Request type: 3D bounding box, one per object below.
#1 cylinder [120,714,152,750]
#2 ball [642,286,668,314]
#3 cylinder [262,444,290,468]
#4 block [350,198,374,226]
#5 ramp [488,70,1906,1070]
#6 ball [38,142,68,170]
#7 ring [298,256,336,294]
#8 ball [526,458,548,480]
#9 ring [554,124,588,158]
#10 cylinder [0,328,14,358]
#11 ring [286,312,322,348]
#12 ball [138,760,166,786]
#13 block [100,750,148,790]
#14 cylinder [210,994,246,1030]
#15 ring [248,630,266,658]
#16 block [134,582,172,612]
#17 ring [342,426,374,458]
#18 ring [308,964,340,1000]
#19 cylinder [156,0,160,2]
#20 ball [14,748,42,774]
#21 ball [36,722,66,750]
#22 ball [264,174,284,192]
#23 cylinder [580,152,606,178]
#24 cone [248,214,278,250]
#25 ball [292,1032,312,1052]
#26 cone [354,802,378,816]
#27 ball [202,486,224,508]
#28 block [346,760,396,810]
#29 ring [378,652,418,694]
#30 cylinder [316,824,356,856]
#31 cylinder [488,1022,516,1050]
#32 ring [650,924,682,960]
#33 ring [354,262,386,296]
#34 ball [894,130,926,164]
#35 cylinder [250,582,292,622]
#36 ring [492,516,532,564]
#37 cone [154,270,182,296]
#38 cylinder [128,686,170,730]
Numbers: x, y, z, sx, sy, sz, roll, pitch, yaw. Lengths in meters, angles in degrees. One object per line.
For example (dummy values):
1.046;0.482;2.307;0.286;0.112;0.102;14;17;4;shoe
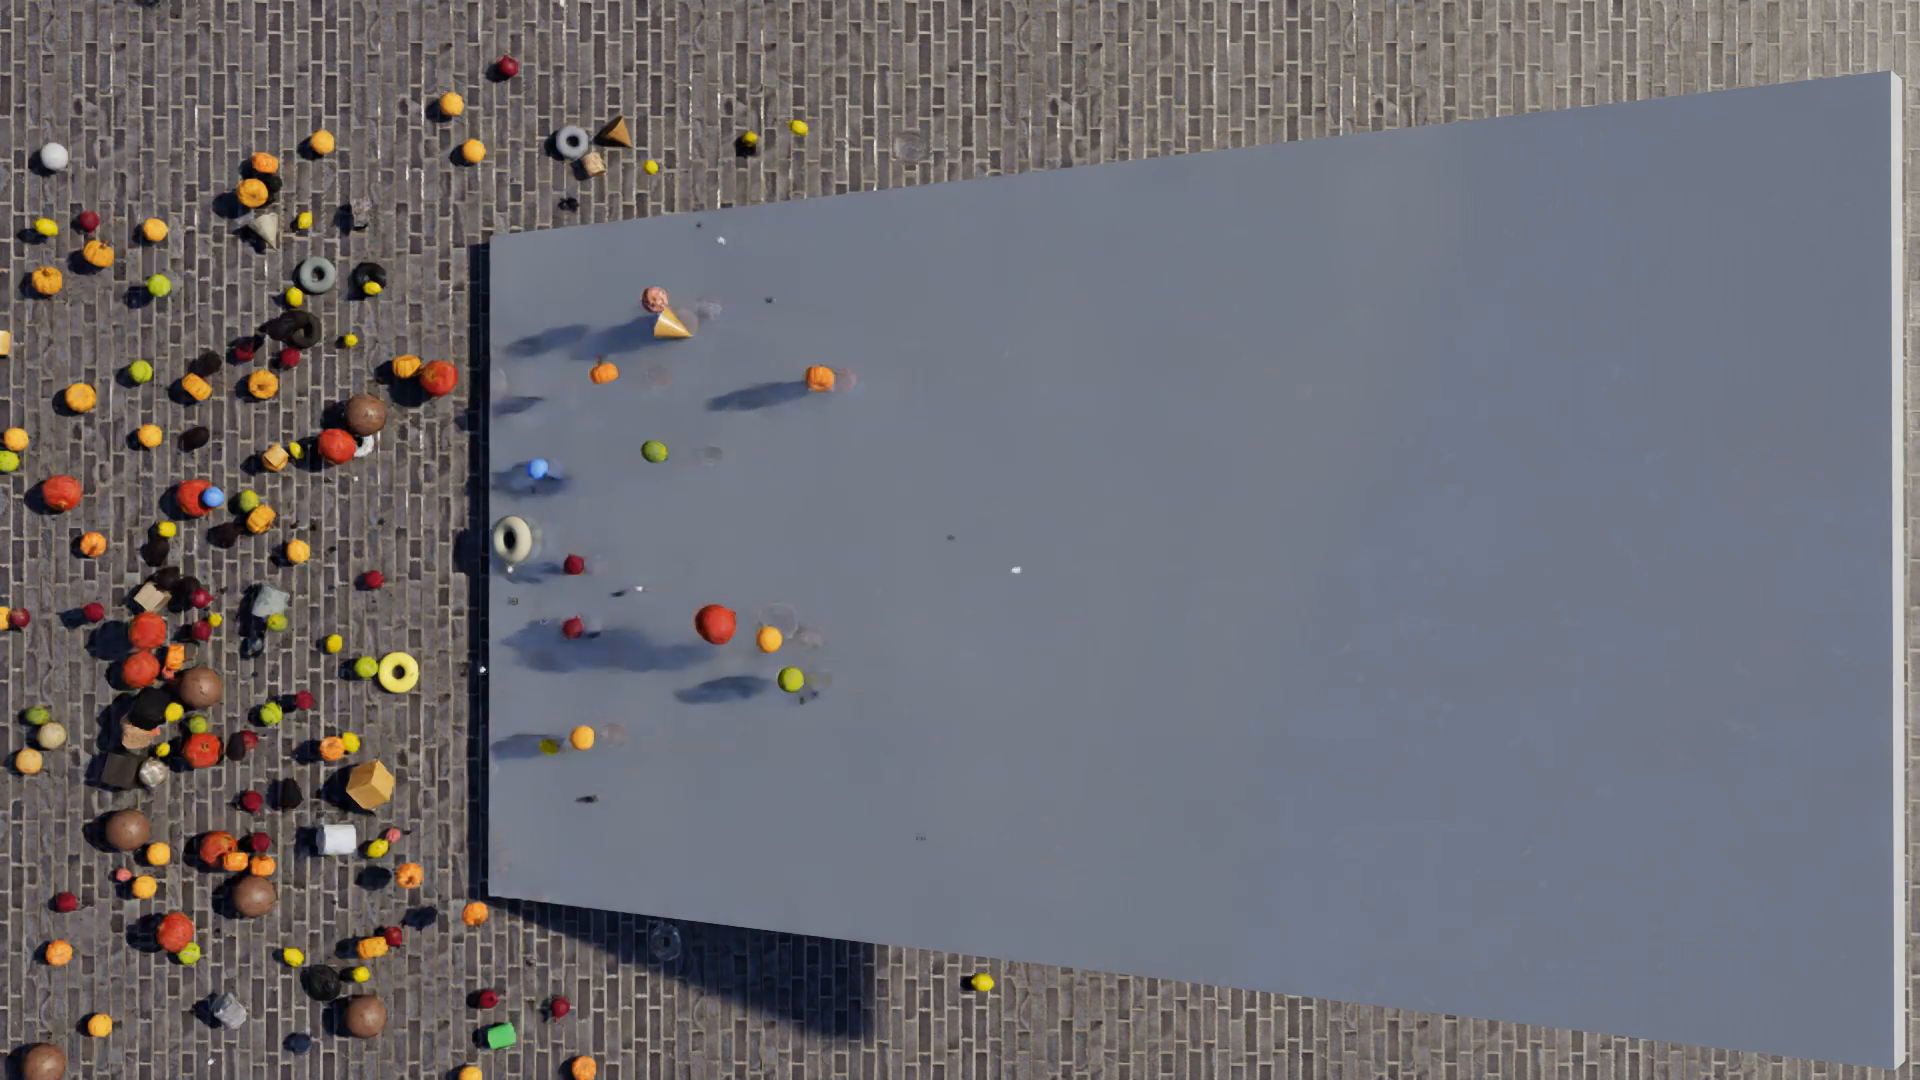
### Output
-2.492;0.576;6.650;0.082;0.082;0.082;-21;53;0;cylinder
-0.851;-0.670;6.140;0.074;0.074;0.074;0;90;0;ball
-2.073;-0.255;6.660;0.055;0.055;0.055;38;68;0;cylinder
-1.825;-1.001;6.712;0.058;0.058;0.058;-11;50;-15;block
0.247;0.068;5.574;4.000;0.100;2.000;0;89;35;ramp
-2.768;-1.171;6.718;0.085;0.085;0.085;0;90;0;ball
-1.970;-0.812;6.739;0.115;0.038;0.115;0;90;-1;ring
-1.250;-0.210;6.508;0.065;0.065;0.065;0;90;0;ball
-1.188;-1.219;6.734;0.103;0.034;0.103;-2;96;-16;ring
-2.941;-0.603;6.719;0.071;0.071;0.071;14;73;0;cylinder
-2.008;-0.643;6.738;0.109;0.036;0.109;0;89;0;ring
-2.454;0.708;6.681;0.083;0.083;0.083;0;90;0;ball
-2.544;0.699;6.697;0.093;0.093;0.093;17;90;-2;block
-2.215;1.428;6.662;0.077;0.077;0.077;-25;124;0;cylinder
-2.145;0.317;6.708;0.031;0.093;0.093;14;89;-37;ring
-2.465;0.174;6.716;0.067;0.067;0.067;42;90;0;block
-1.846;-0.300;6.736;0.098;0.033;0.098;0;89;-3;ring
-1.939;1.350;6.705;0.116;0.039;0.116;5;103;21;ring
-2.467;-1.684;6.734;0.057;0.057;0.057;23;92;0;cylinder
-2.840;0.675;6.705;0.081;0.081;0.081;0;90;0;ball
-2.770;0.596;6.704;0.084;0.084;0.084;0;90;0;ball
-2.097;-1.090;6.723;0.054;0.054;0.054;0;90;0;ball
-1.123;-1.148;6.730;0.059;0.059;0.059;-21;91;0;cylinder
-2.104;-0.929;6.699;0.097;0.097;0.097;-24;86;0;cone
-2.007;1.533;6.709;0.059;0.059;0.059;0;90;0;ball
-1.802;0.790;6.721;0.079;0.079;0.079;13;58;0;cone
-2.253;-0.130;6.634;0.062;0.062;0.062;0;90;0;ball
-1.782;0.740;6.648;0.092;0.092;0.092;-18;130;18;block
-1.719;0.405;6.727;0.127;0.042;0.127;0;90;1;ring
-1.890;0.907;6.662;0.093;0.093;0.093;3;89;-33;cylinder
-1.396;1.510;6.699;0.066;0.066;0.066;-16;90;1;cylinder
-0.893;1.221;6.676;0.111;0.037;0.111;0;89;27;ring
-1.809;-0.801;6.740;0.102;0.034;0.102;0;88;0;ring
-0.132;-1.035;5.791;0.085;0.085;0.085;0;90;0;ball
-2.101;0.190;6.702;0.094;0.094;0.094;22;90;0;cylinder
-1.342;0.001;6.581;0.146;0.049;0.146;1;91;34;ring
-2.435;-0.789;6.715;0.083;0.083;0.083;0;89;1;cone
-2.442;0.507;6.617;0.091;0.091;0.091;4;132;5;cylinder
